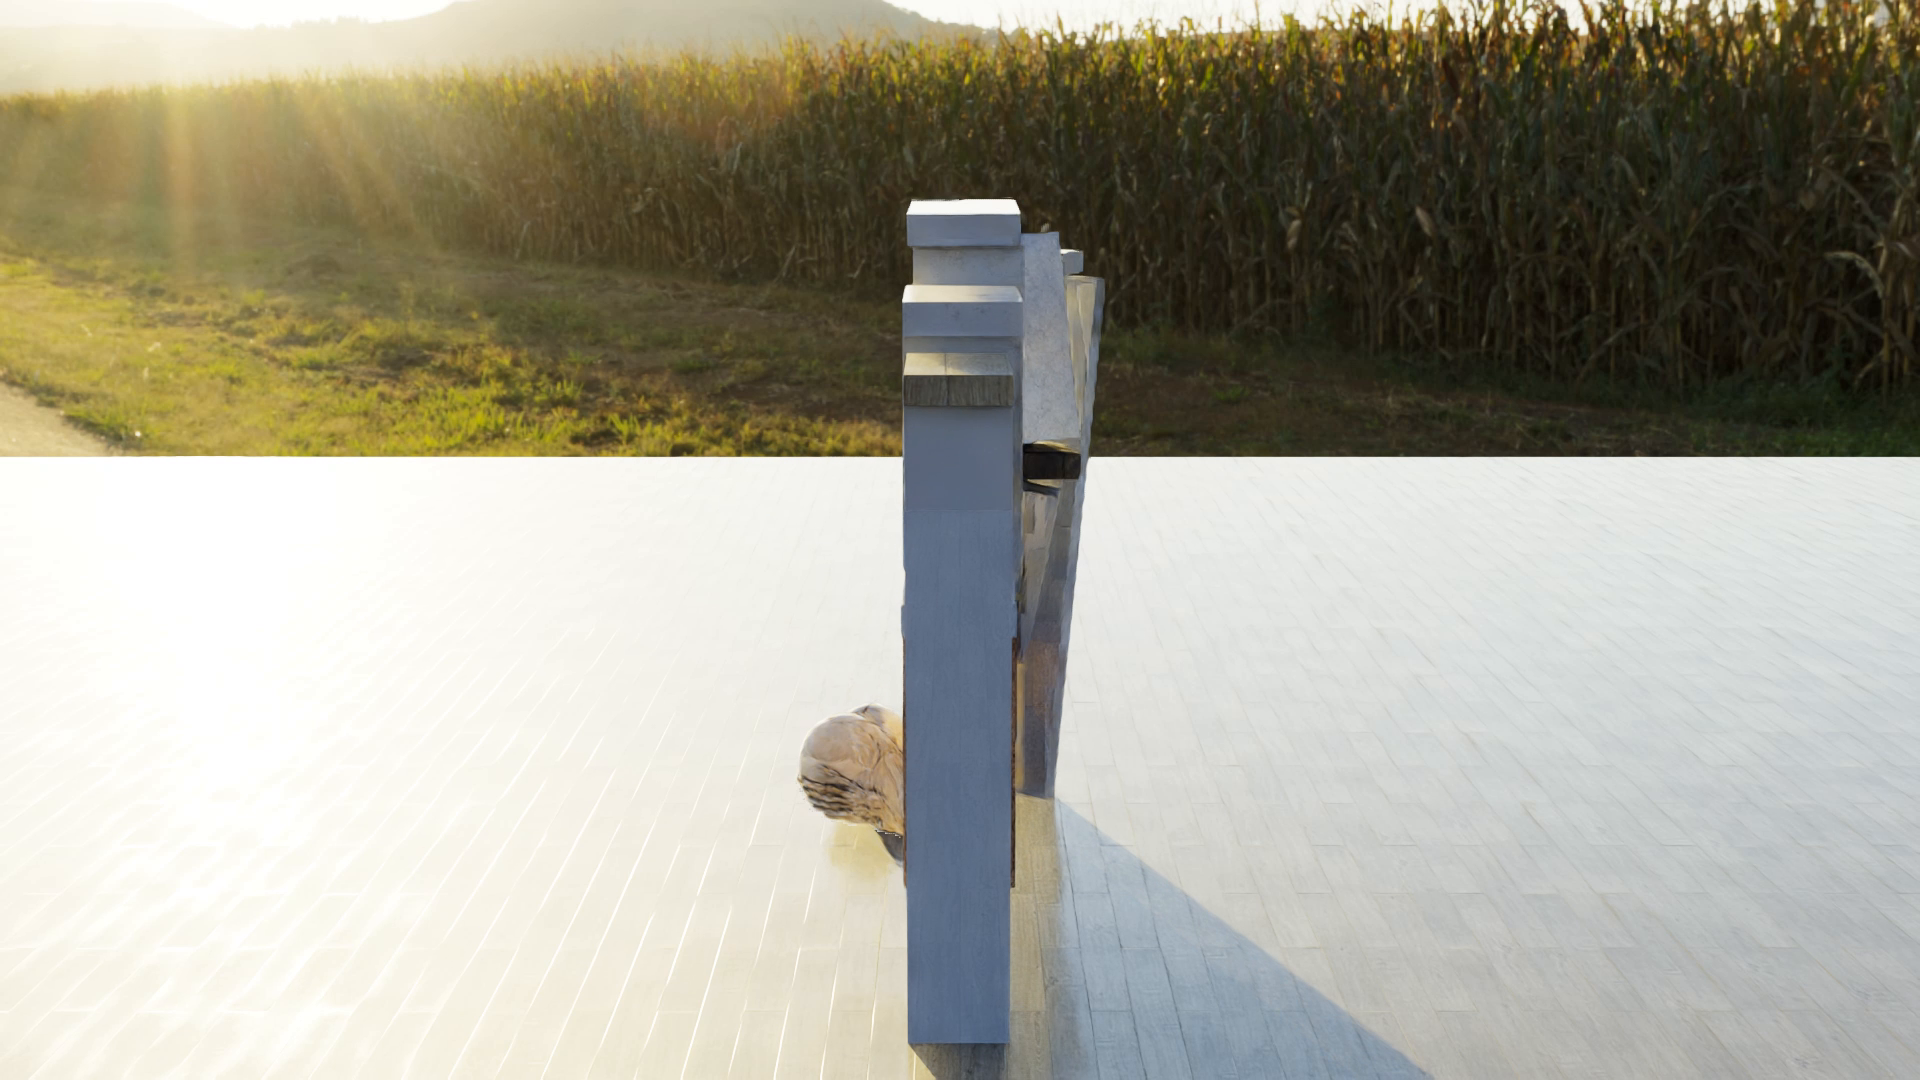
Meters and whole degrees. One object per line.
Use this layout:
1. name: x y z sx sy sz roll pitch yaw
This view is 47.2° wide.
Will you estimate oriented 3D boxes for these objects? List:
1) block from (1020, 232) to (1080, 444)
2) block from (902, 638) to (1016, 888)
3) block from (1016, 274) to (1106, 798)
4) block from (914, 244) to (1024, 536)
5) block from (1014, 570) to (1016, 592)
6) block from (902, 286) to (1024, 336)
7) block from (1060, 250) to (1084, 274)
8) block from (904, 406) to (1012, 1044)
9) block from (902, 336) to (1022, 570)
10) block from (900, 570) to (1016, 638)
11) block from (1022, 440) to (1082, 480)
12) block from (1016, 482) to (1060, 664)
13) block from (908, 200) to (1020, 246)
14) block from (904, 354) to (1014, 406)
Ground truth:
1. block: 0.105 -0.346 3.785 0.178 0.356 0.050 -9 4 -39
2. block: -0.001 0.307 3.111 0.159 0.372 0.045 0 11 0
3. block: 0.157 -0.006 4.155 0.137 0.989 0.039 10 10 30
4. block: 0.014 -0.245 3.581 0.178 0.470 0.050 1 9 2
5. block: 0.001 -0.094 3.487 0.174 0.509 0.049 0 10 0
6. block: 0.003 -0.349 3.326 0.174 0.049 0.348 0 10 -1
7. block: 0.105 -0.506 4.010 0.137 0.039 0.274 7 12 27
8. block: -0.002 0.257 3.005 0.143 0.898 0.041 0 11 0
9. block: 0.003 -0.131 3.244 0.174 0.348 0.049 0 9 1
10. block: -0.001 0.083 3.176 0.159 0.045 0.318 0 11 0
11. block: 0.068 -0.157 3.876 0.161 0.046 0.322 -2 13 -24
12. block: 0.065 0.051 3.831 0.161 0.322 0.046 10 23 0
13. block: 0.006 -0.528 3.651 0.178 0.050 0.356 0 12 0
14. block: -0.003 -0.222 3.013 0.143 0.041 0.286 0 11 0
